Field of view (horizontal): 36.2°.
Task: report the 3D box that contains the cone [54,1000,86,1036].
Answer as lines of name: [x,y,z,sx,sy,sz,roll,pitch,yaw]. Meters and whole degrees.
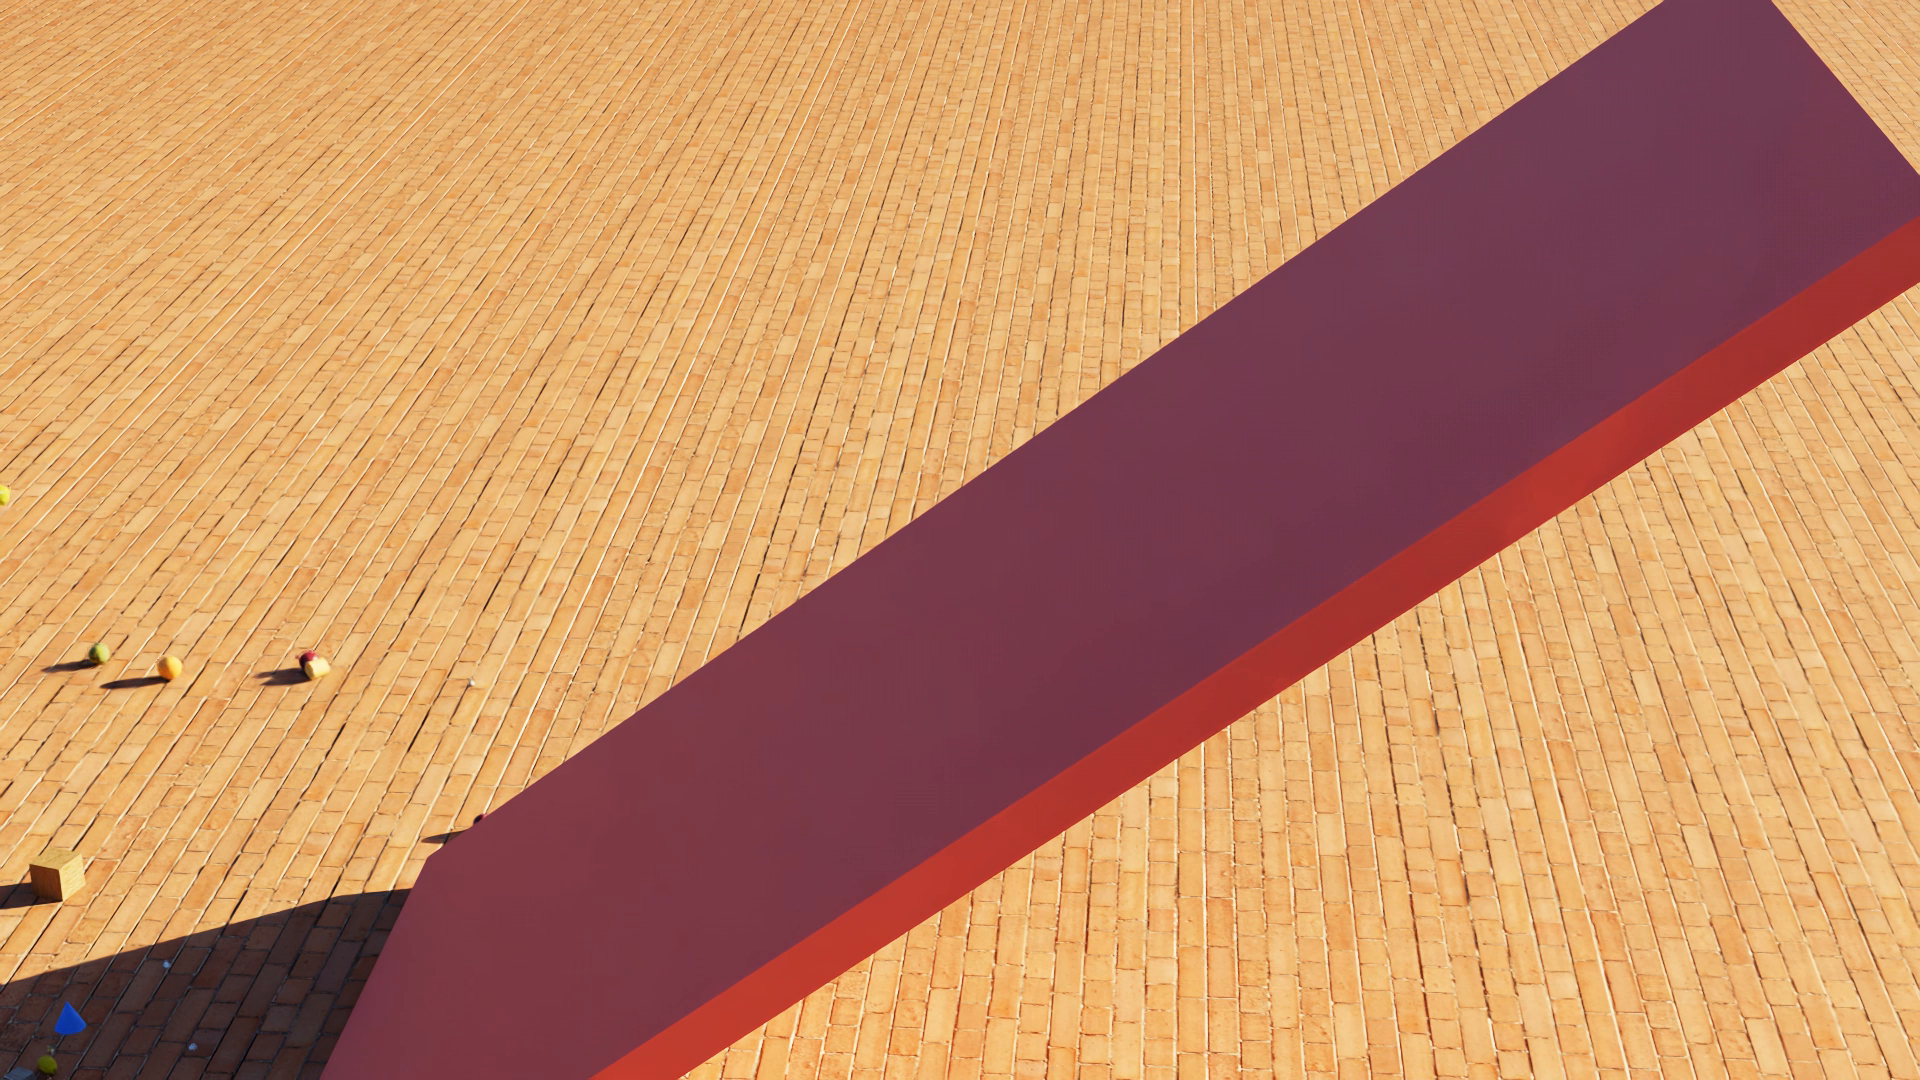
cone: [-2.172,1.154,7.166,0.075,0.075,0.075,0,23,0]

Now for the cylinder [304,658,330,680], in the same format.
cylinder: [-1.969,0.394,9.007,0.052,0.052,0.052,-21,30,-40]

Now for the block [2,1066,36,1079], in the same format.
block: [-2.207,1.276,6.906,0.051,0.051,0.051,13,26,28]

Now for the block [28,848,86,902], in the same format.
block: [-2.389,0.884,7.782,0.096,0.096,0.096,8,24,19]

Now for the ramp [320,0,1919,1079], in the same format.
ramp: [0.128,0.180,6.324,4.000,0.100,2.000,-34,16,17]
